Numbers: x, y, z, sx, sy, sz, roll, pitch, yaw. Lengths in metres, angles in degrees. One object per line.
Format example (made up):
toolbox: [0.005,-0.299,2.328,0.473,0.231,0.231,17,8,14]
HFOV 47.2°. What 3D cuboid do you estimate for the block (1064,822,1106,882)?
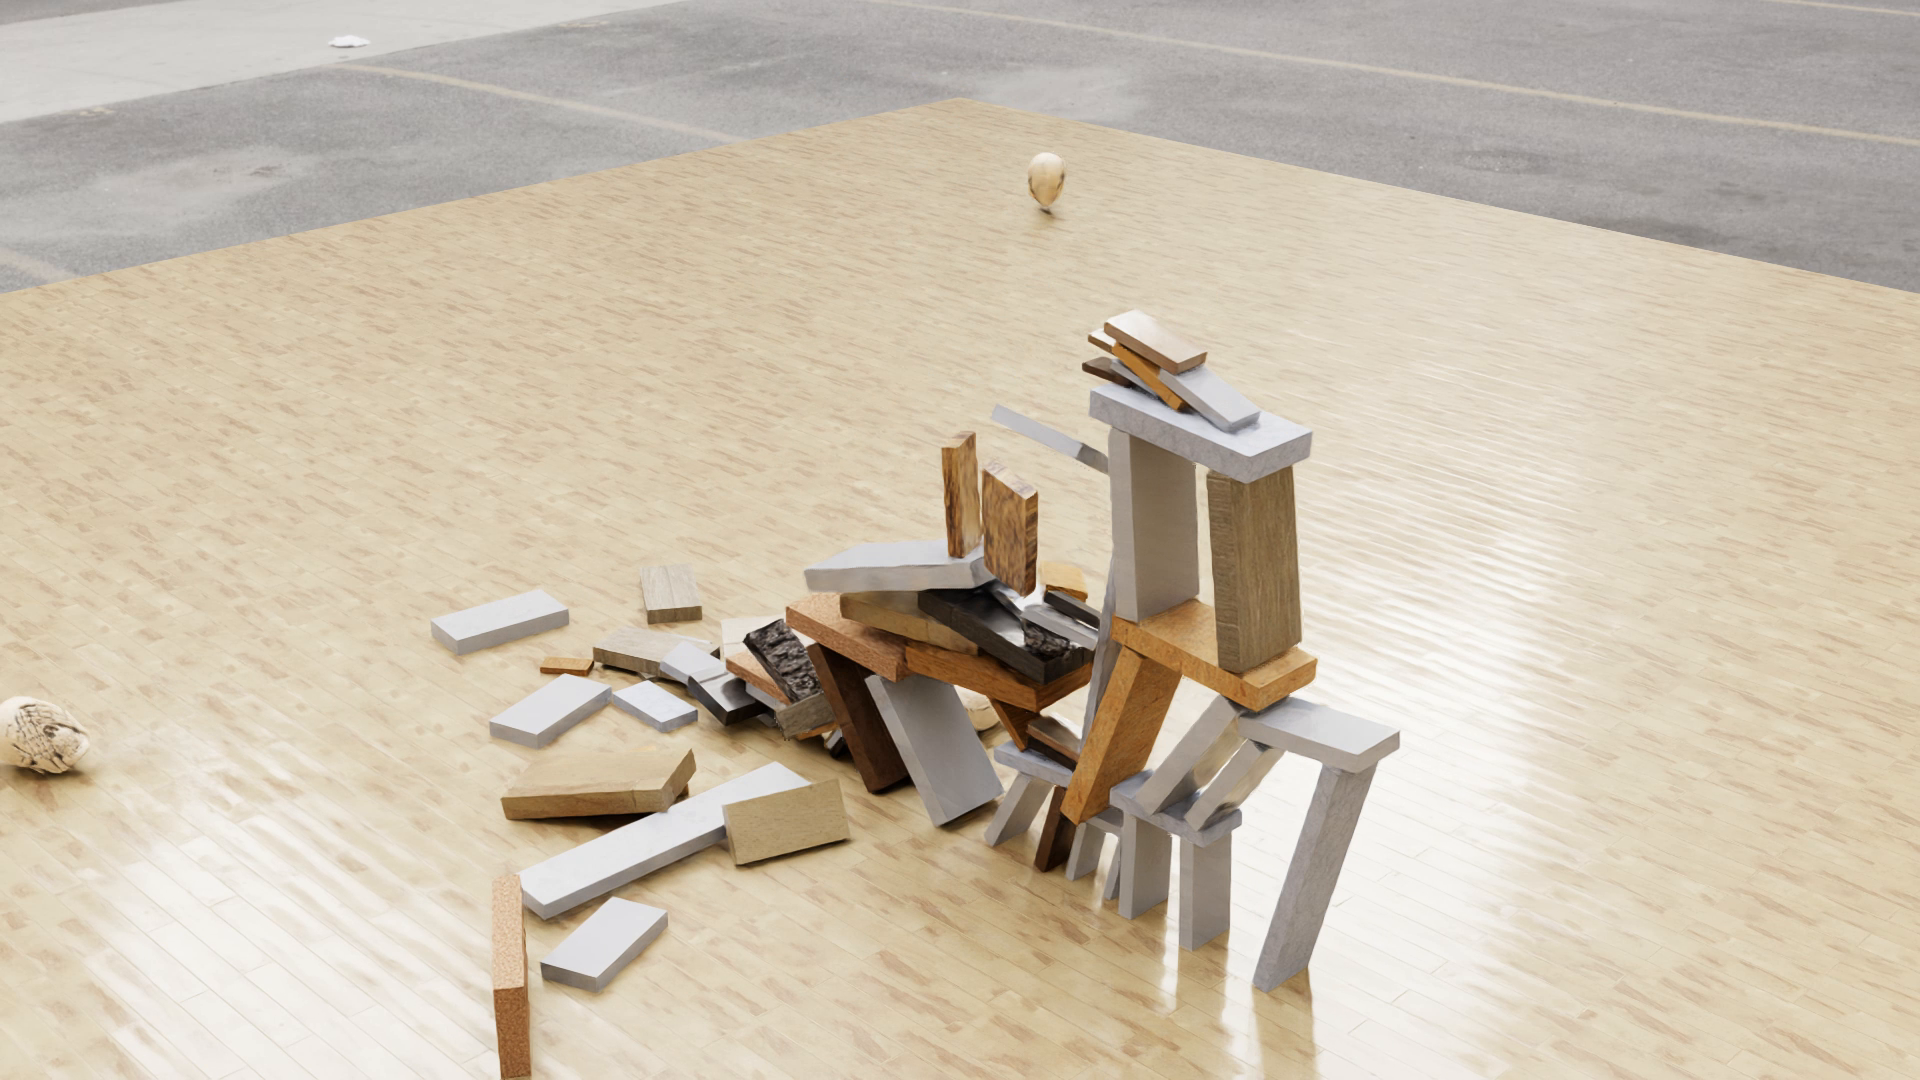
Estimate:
block: [0.245,0.580,4.208,0.072,0.144,0.020,-22,44,-41]

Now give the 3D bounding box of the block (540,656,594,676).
block: [-0.903,0.290,5.056,0.112,0.016,0.056,3,23,8]

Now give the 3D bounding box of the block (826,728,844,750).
block: [-0.234,0.397,4.635,0.057,0.113,0.016,-20,66,-44]

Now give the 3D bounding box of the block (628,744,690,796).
block: [-0.645,0.488,4.577,0.095,0.027,0.189,-12,26,-27]

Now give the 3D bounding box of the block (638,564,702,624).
block: [-0.713,0.130,5.406,0.131,0.037,0.262,-5,23,-11]

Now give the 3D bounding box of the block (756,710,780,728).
block: [-0.450,0.339,4.865,0.190,0.027,0.095,33,37,28]

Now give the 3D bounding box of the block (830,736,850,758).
block: [-0.229,0.419,4.645,0.057,0.113,0.016,-22,67,-41]

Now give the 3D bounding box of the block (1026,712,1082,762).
block: [0.204,0.375,4.163,0.073,0.021,0.146,-19,34,-39]

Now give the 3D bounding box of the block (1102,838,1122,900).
block: [0.315,0.607,4.145,0.072,0.144,0.020,-21,45,-41]

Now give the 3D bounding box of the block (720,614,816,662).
block: [-0.403,0.238,5.093,0.290,0.041,0.145,-4,41,-9]

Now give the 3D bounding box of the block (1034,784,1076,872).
block: [0.208,0.537,4.230,0.104,0.208,0.029,-21,46,-41]

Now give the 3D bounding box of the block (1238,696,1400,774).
block: [0.603,0.324,3.701,0.246,0.035,0.123,16,27,43]

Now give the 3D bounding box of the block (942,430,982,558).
block: [0.003,-0.087,4.187,0.031,0.218,0.109,3,20,19]

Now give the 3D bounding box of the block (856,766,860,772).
block: [-0.194,0.427,4.608,0.016,0.113,0.057,15,27,43]

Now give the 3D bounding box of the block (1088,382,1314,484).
block: [0.403,-0.197,3.708,0.343,0.049,0.171,27,34,37]

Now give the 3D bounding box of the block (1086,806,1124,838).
block: [0.288,0.521,4.136,0.144,0.020,0.072,21,31,40]

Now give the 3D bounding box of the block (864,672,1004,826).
block: [-0.050,0.398,4.455,0.164,0.329,0.047,-21,-7,-41]

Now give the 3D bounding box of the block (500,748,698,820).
block: [-0.730,0.493,4.451,0.353,0.050,0.176,-5,21,17]

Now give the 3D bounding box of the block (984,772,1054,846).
block: [0.126,0.510,4.307,0.104,0.208,0.029,-21,59,-40]

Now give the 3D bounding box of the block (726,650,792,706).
block: [-0.400,0.292,4.762,0.205,0.029,0.103,26,33,36]

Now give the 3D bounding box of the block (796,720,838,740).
block: [-0.296,0.404,4.716,0.057,0.016,0.113,-21,1,-43]

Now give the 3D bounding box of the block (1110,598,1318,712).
block: [0.439,0.187,3.826,0.327,0.046,0.163,27,34,38]

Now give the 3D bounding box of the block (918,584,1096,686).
block: [0.101,0.153,4.212,0.175,0.049,0.349,-22,38,-37]

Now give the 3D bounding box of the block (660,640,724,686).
block: [-0.567,0.301,4.924,0.190,0.027,0.095,29,36,12]

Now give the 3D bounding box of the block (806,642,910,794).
block: [-0.183,0.342,4.573,0.164,0.329,0.047,-22,-3,-41]

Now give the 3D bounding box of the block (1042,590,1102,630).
block: [0.231,0.135,4.064,0.147,0.021,0.073,27,9,20]

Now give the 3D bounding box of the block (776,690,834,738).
block: [-0.323,0.365,4.614,0.113,0.057,0.016,-24,6,-3]

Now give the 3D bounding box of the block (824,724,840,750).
block: [-0.246,0.403,4.680,0.057,0.113,0.016,-22,68,-39]

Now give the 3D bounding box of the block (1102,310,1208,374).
block: [0.330,-0.337,3.723,0.163,0.023,0.081,35,41,31]

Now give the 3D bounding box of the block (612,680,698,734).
block: [-0.674,0.368,4.860,0.095,0.027,0.190,-19,30,-38]

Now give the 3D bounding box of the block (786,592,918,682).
block: [-0.187,0.186,4.510,0.328,0.047,0.164,24,33,38]

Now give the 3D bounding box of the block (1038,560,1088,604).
block: [0.197,0.080,4.232,0.081,0.023,0.162,12,15,-5]

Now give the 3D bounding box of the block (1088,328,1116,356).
block: [0.279,-0.335,3.801,0.107,0.015,0.054,30,36,29]

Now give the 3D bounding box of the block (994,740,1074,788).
block: [0.177,0.421,4.209,0.208,0.029,0.104,16,27,42]

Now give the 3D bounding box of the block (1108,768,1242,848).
block: [0.392,0.486,4.004,0.222,0.031,0.111,21,31,41]

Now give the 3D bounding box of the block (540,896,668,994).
block: [-0.643,0.733,3.991,0.118,0.034,0.237,10,25,22]
